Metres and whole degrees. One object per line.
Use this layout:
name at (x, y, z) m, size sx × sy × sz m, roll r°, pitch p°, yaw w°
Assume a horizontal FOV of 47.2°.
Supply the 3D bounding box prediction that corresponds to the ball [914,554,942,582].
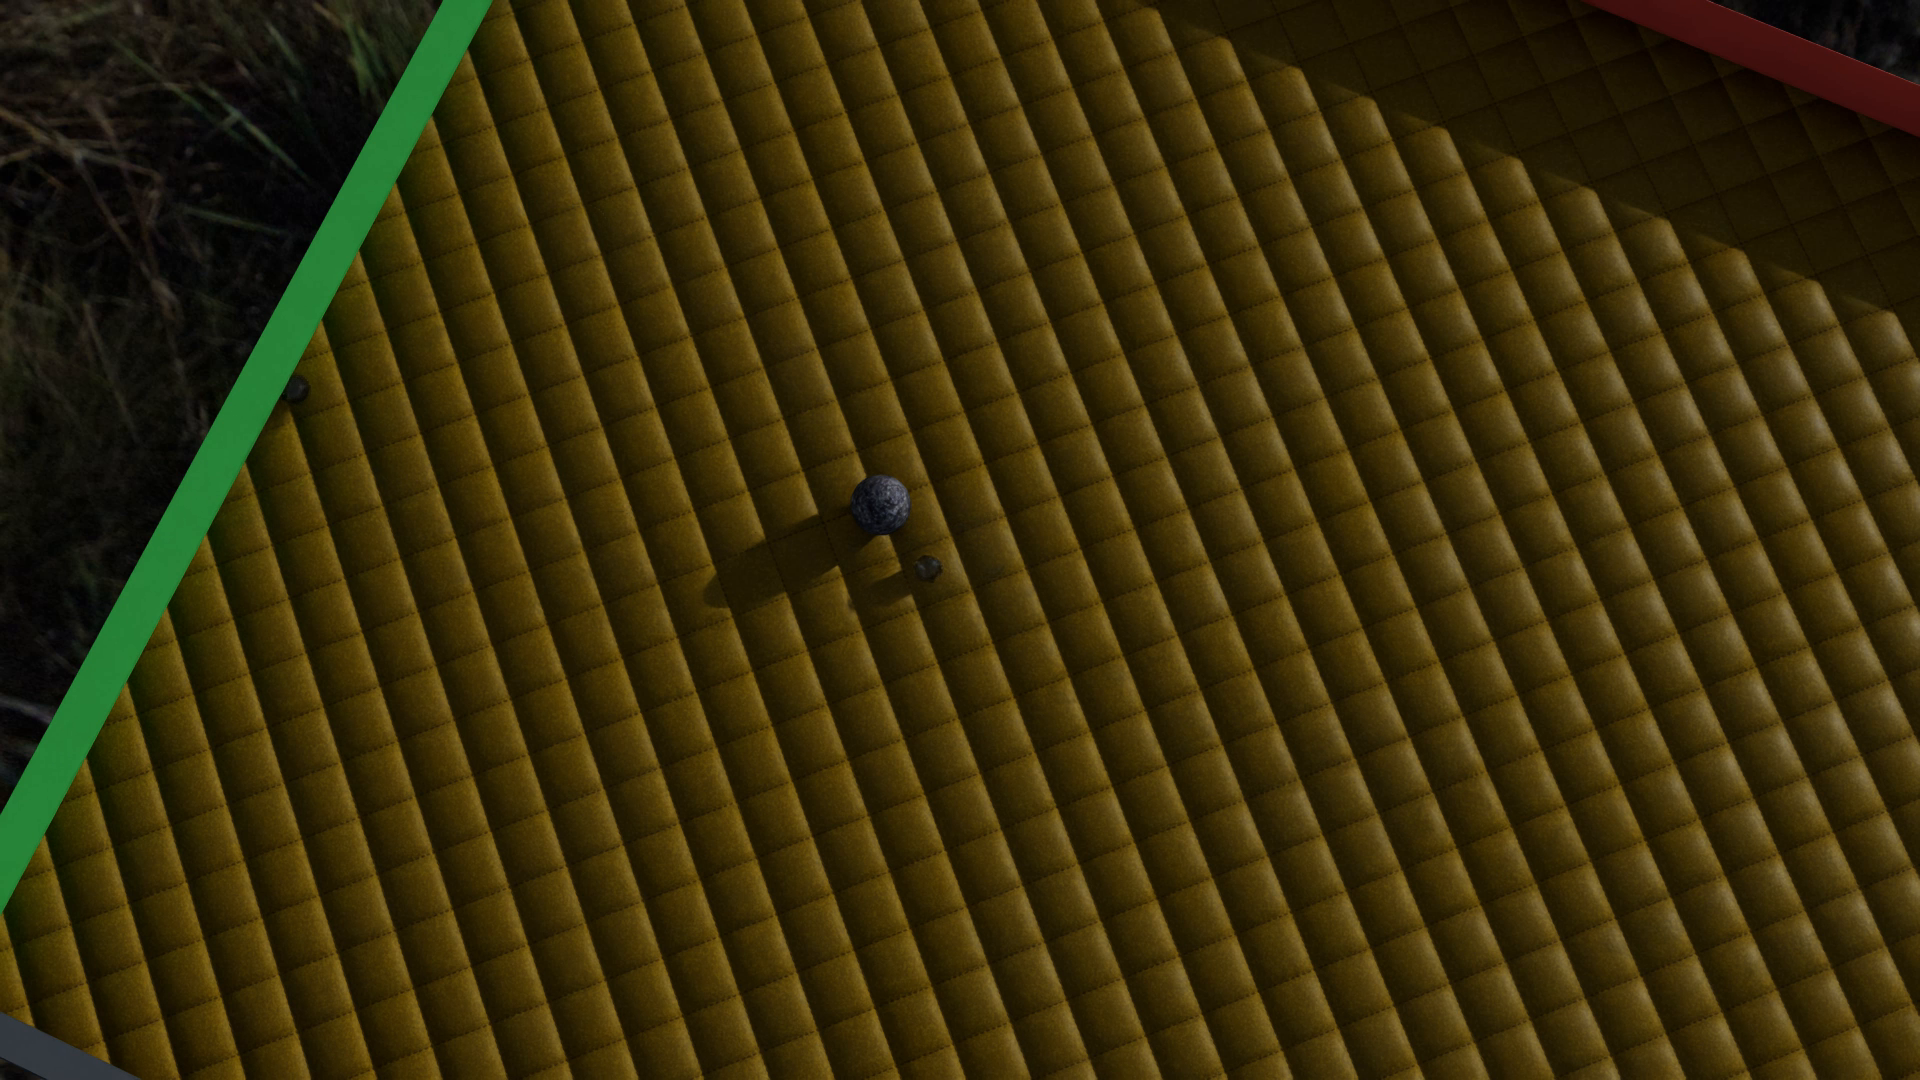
ball at (-0.049, 0.042, 3.320) m, size 0.042 × 0.042 × 0.042 m, roll 0°, pitch 77°, yaw 0°

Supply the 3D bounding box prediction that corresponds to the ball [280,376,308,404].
ball at (-1.024, -0.230, 3.381) m, size 0.043 × 0.043 × 0.043 m, roll 0°, pitch 77°, yaw 0°

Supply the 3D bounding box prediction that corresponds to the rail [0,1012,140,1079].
rail at (0.483, 1.509, 2.948) m, size 4.311 × 0.119 × 0.045 m, roll 24°, pitch 78°, yaw 5°

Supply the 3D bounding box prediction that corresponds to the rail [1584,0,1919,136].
rail at (1.483, -0.661, 3.438) m, size 4.311 × 0.119 × 0.045 m, roll 24°, pitch 78°, yaw 5°

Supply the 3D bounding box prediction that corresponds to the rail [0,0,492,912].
rail at (-0.961, -0.428, 3.385) m, size 0.045 × 0.119 × 2.486 m, roll 24°, pitch 78°, yaw 5°

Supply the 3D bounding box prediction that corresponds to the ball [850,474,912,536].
ball at (-0.119, -0.053, 3.316) m, size 0.092 × 0.092 × 0.092 m, roll 0°, pitch 77°, yaw 0°
